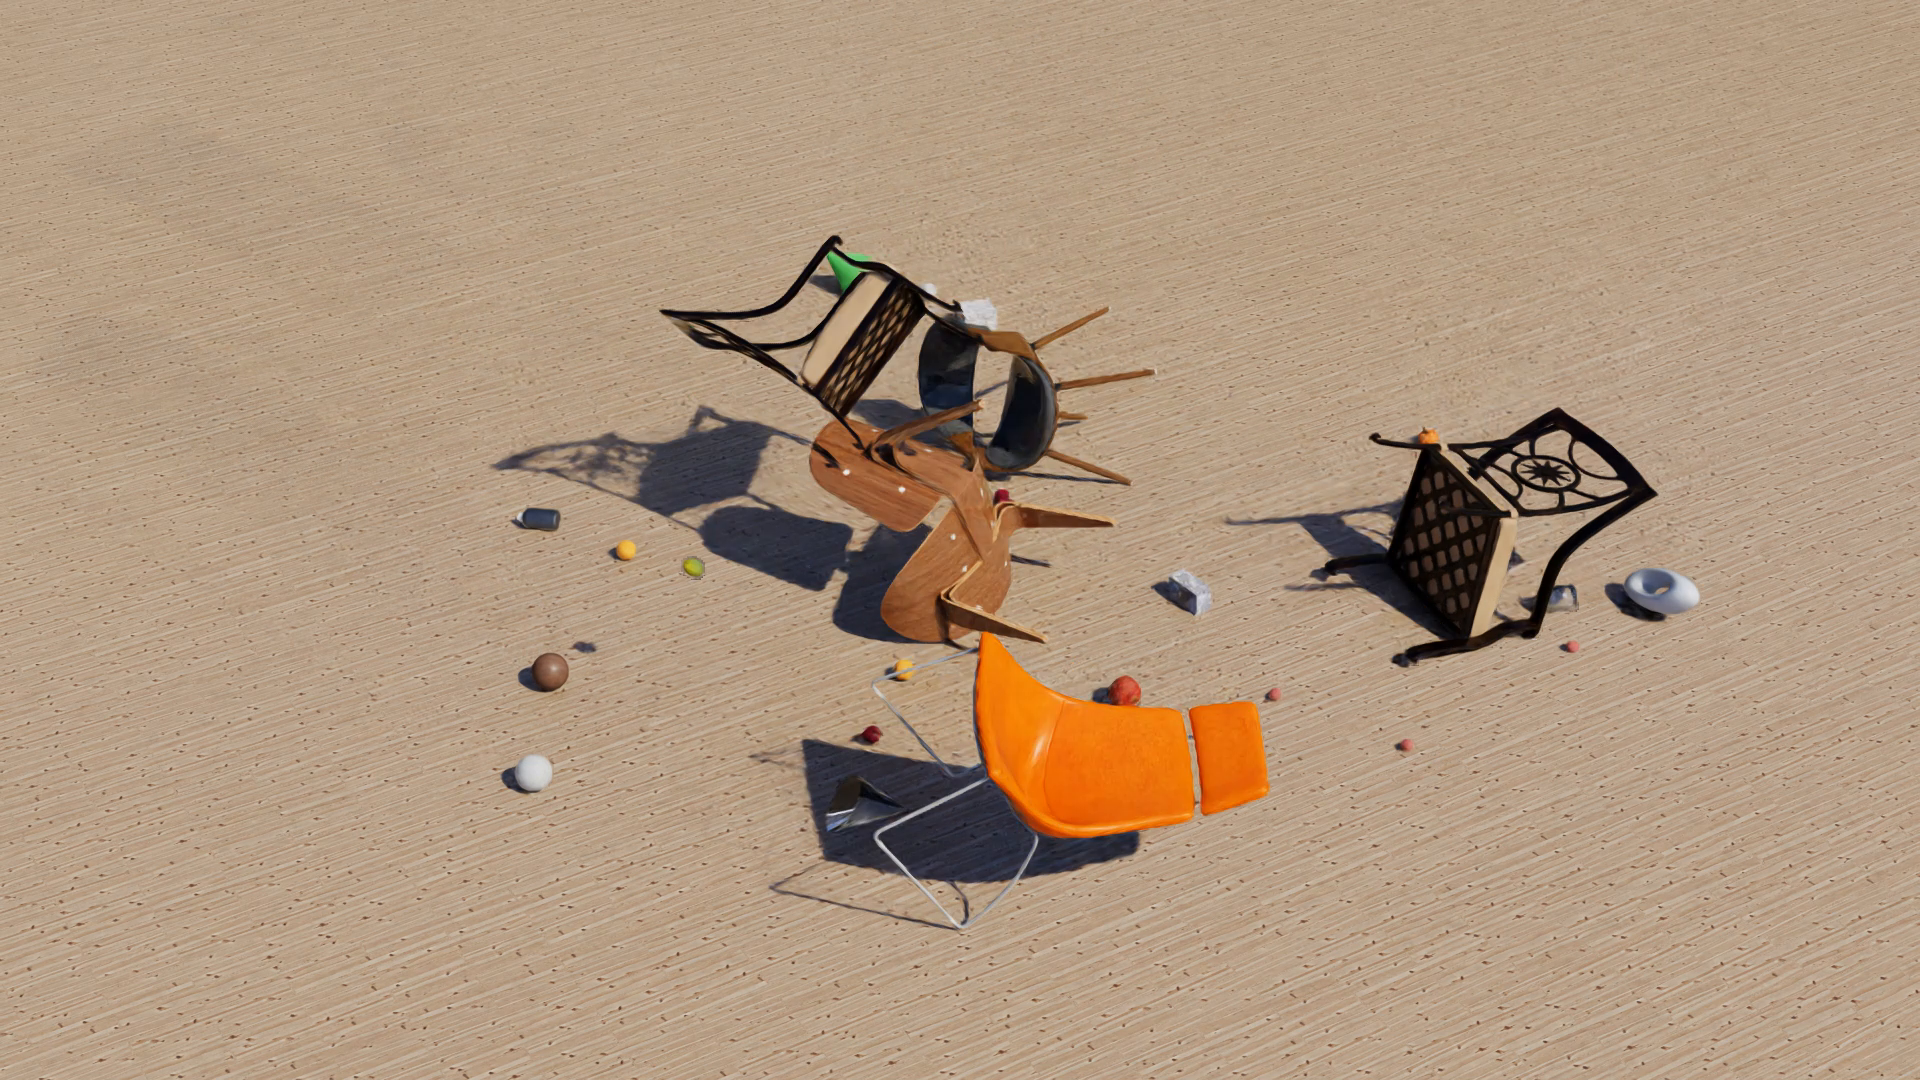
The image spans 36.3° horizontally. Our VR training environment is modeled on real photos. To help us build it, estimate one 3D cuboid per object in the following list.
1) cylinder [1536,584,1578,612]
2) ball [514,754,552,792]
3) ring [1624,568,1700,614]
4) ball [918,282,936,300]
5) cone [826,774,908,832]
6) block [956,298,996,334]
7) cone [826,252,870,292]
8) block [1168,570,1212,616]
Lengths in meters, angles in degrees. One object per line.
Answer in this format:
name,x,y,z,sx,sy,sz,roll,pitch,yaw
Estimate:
cylinder,2.144,0.210,10.541,0.124,0.093,0.080,-6,28,-9
ball,-1.406,0.767,9.667,0.124,0.124,0.124,0,33,0
ring,2.511,0.180,10.492,0.113,0.156,0.335,32,-10,-30
ball,-0.138,-1.060,12.485,0.074,0.074,0.074,0,33,0
cone,-0.272,0.869,9.527,0.254,0.243,0.123,10,38,-34
block,0.068,-0.936,12.285,0.141,0.088,0.119,-10,35,-14
cone,-0.507,-1.181,12.495,0.170,0.213,0.198,34,75,-7
block,0.828,0.190,10.575,0.071,0.090,0.159,-22,39,-29
